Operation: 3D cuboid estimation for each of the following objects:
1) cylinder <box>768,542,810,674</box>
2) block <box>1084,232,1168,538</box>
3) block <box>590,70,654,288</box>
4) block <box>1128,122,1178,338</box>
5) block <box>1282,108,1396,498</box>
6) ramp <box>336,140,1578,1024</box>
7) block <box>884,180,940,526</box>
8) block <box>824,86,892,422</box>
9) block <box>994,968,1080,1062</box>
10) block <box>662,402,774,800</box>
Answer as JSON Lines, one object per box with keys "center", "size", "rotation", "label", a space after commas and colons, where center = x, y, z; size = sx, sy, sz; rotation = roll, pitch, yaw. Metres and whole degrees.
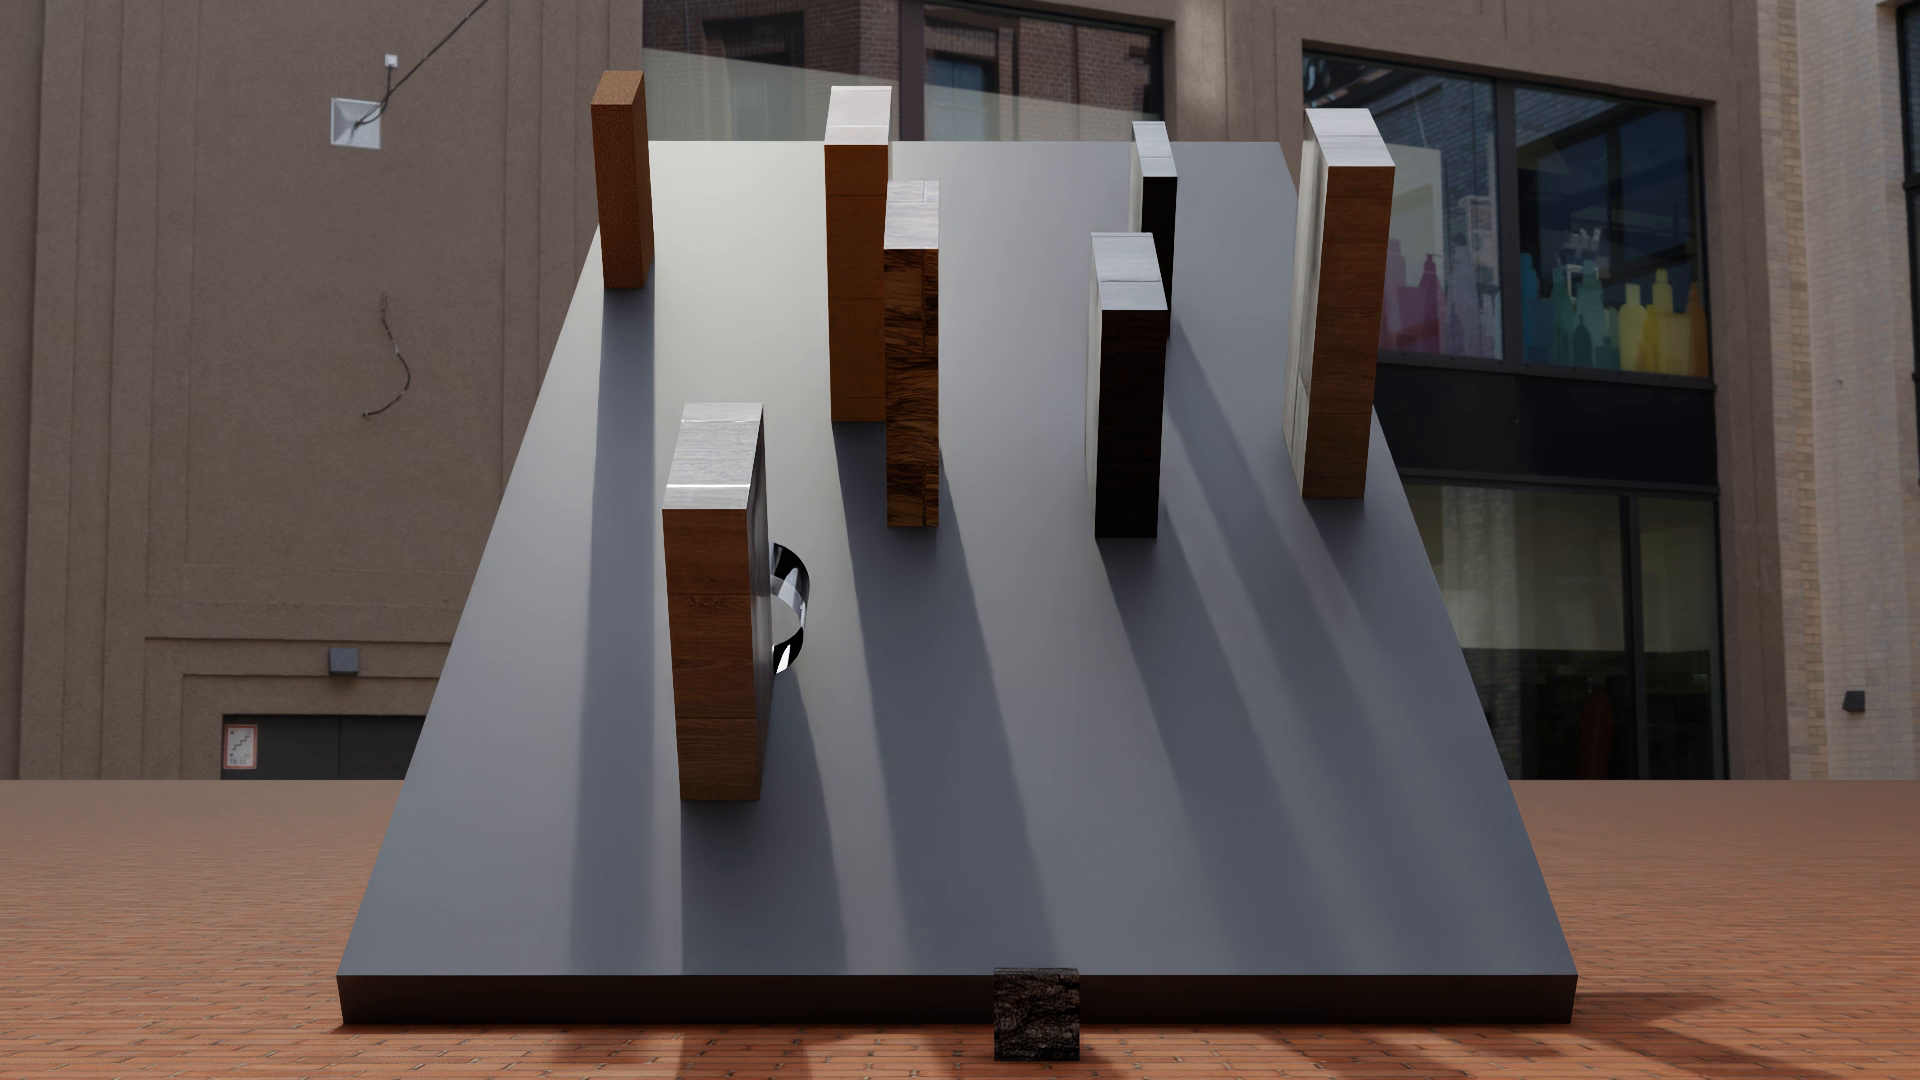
{"center": [-0.397, 0.134, 4.686], "size": [0.196, 0.196, 0.196], "rotation": [0, 29, 1], "label": "cylinder"}
{"center": [0.355, -0.340, 5.207], "size": [0.134, 0.530, 0.426], "rotation": [0, 29, 0], "label": "block"}
{"center": [-0.889, -0.954, 6.345], "size": [0.105, 0.504, 0.276], "rotation": [0, 29, 0], "label": "block"}
{"center": [0.489, -0.800, 6.151], "size": [0.083, 0.429, 0.410], "rotation": [0, 29, 0], "label": "block"}
{"center": [0.826, -0.519, 5.283], "size": [0.138, 0.773, 0.366], "rotation": [0, 29, 0], "label": "block"}
{"center": [-0.012, -0.218, 5.637], "size": [2.000, 0.100, 4.000], "rotation": [0, 29, 0], "label": "ramp"}
{"center": [-0.102, -0.407, 5.211], "size": [0.111, 0.641, 0.397], "rotation": [0, 29, 0], "label": "block"}
{"center": [-0.233, -0.678, 5.661], "size": [0.141, 0.681, 0.413], "rotation": [0, 29, 0], "label": "block"}
{"center": [0.110, 0.684, 3.462], "size": [0.121, 0.121, 0.121], "rotation": [0, -6, 1], "label": "block"}
{"center": [-0.429, 0.108, 4.325], "size": [0.141, 0.589, 0.411], "rotation": [0, 29, 0], "label": "block"}
